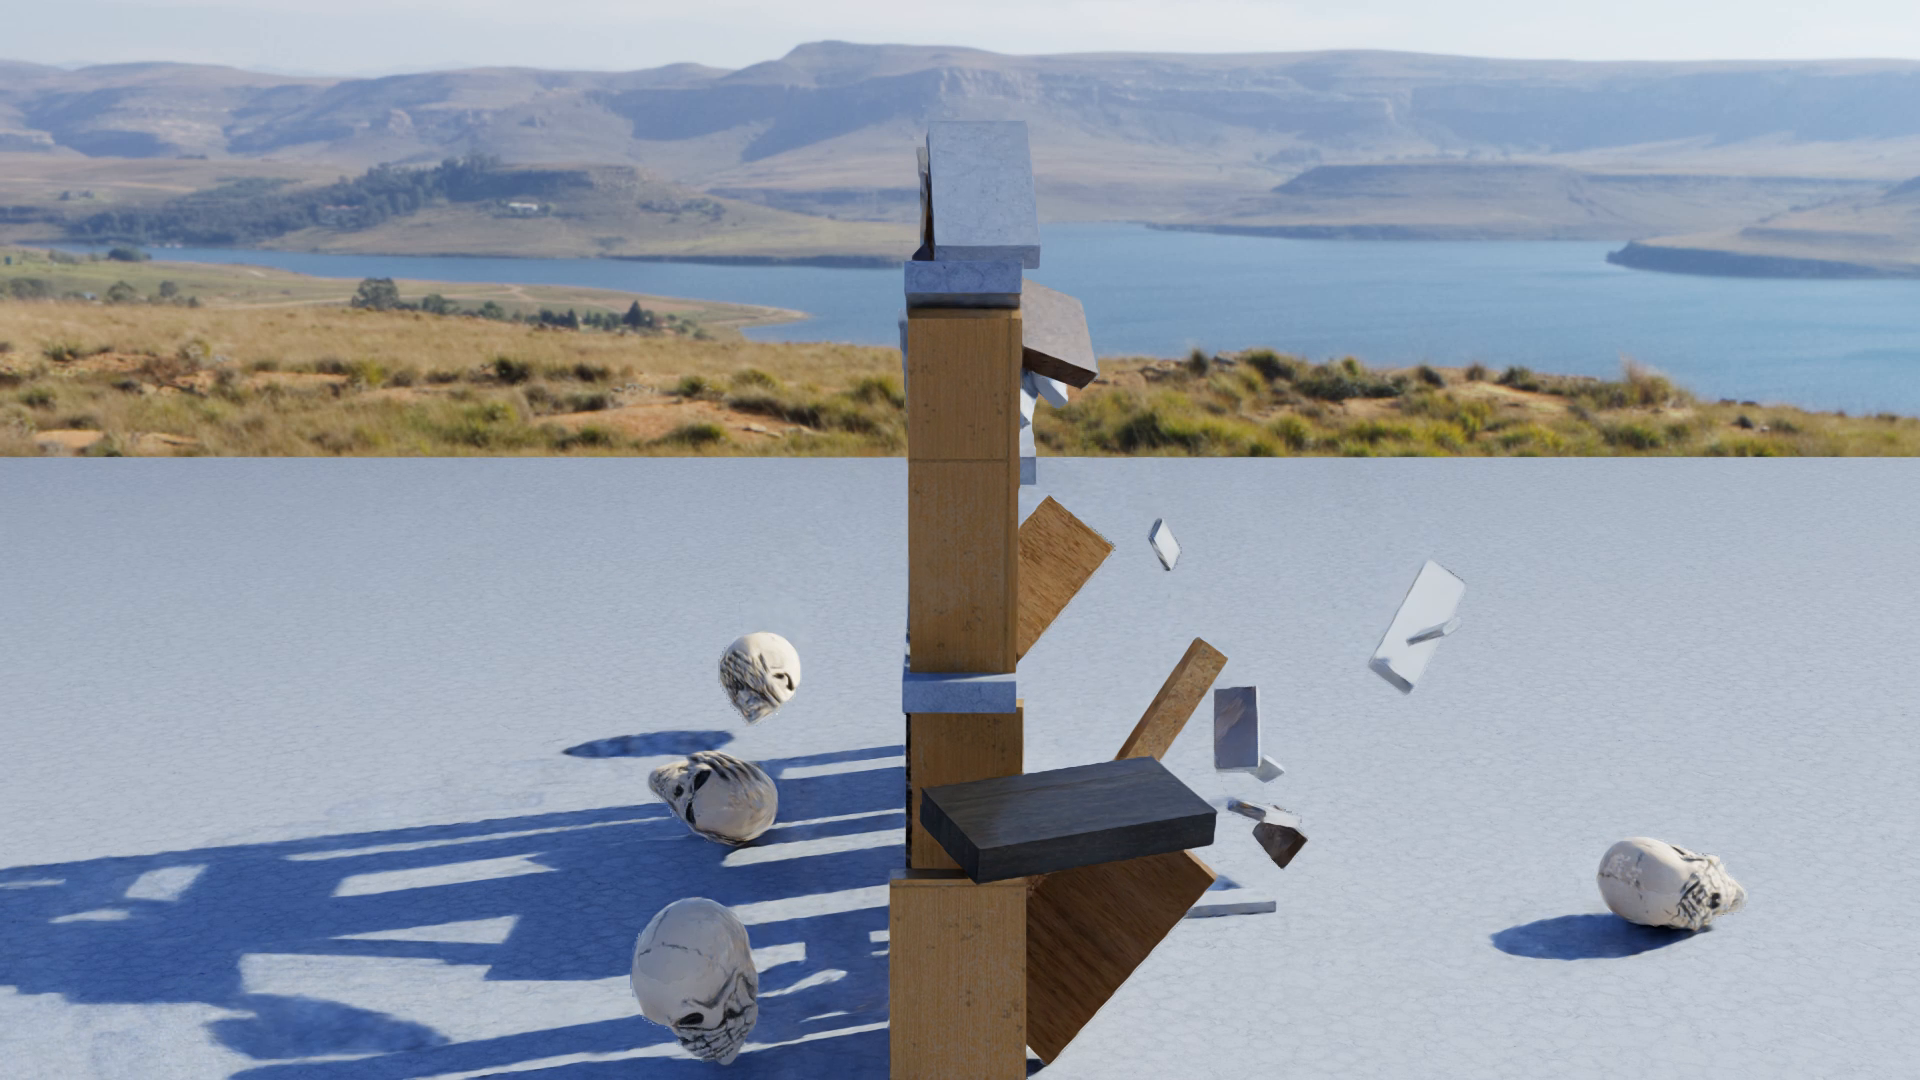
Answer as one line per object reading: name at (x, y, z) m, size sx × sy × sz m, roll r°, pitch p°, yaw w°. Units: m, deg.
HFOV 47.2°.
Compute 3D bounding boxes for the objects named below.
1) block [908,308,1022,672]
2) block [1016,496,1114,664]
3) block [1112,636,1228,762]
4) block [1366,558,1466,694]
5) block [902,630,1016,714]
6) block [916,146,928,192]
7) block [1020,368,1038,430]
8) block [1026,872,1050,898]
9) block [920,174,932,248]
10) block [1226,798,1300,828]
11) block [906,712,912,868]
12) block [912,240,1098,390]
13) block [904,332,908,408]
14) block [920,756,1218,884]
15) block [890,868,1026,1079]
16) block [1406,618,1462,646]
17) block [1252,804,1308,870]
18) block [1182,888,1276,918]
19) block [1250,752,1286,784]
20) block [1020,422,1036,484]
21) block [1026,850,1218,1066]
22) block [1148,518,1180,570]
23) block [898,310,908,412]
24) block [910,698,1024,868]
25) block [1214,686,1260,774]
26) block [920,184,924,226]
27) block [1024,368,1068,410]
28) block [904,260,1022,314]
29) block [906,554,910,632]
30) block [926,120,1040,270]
block at (0.005, -0.058, 2.913) m, size 0.145 × 0.507 × 0.041 m, roll 0°, pitch 24°, yaw 0°
block at (0.110, 0.061, 3.384) m, size 0.131 × 0.037 × 0.263 m, roll 39°, pitch 57°, yaw 5°
block at (0.275, 0.319, 3.312) m, size 0.067 × 0.380 × 0.019 m, roll 35°, pitch -2°, yaw -41°
block at (0.885, 0.162, 4.247) m, size 0.091 × 0.026 × 0.427 m, roll 36°, pitch 35°, yaw 6°
block at (-0.001, 0.183, 3.105) m, size 0.153 × 0.043 × 0.307 m, roll 0°, pitch 11°, yaw 0°
block at (0.012, -0.648, 4.008) m, size 0.156 × 0.044 × 0.312 m, roll -3°, pitch 29°, yaw -5°
block at (0.090, -0.259, 3.776) m, size 0.027 × 0.095 × 0.190 m, roll -32°, pitch 14°, yaw 17°
block at (0.099, 0.531, 3.345) m, size 0.149 × 0.063 × 0.018 m, roll -17°, pitch 28°, yaw 44°
block at (0.014, -0.492, 3.902) m, size 0.170 × 0.407 × 0.048 m, roll -3°, pitch 55°, yaw -7°
block at (0.490, 0.441, 3.546) m, size 0.067 × 0.019 × 0.134 m, roll 17°, pitch -1°, yaw 33°
block at (-0.003, 0.336, 3.240) m, size 0.153 × 0.307 × 0.043 m, roll 0°, pitch 11°, yaw 0°
block at (0.079, -0.388, 3.804) m, size 0.340 × 0.170 × 0.048 m, roll 17°, pitch -42°, yaw -33°
block at (0.001, -0.176, 3.049) m, size 0.145 × 0.290 × 0.041 m, roll 1°, pitch 53°, yaw 2°
block at (0.139, 0.357, 2.833) m, size 0.340 × 0.048 × 0.170 m, roll -5°, pitch 22°, yaw -25°
block at (-0.002, 0.584, 2.762) m, size 0.170 × 0.340 × 0.048 m, roll 0°, pitch 8°, yaw 0°
block at (0.874, 0.170, 4.060) m, size 0.049 × 0.014 × 0.097 m, roll -26°, pitch 1°, yaw -36°
block at (0.543, 0.504, 3.744) m, size 0.018 × 0.065 × 0.131 m, roll 37°, pitch 6°, yaw -18°
block at (0.328, 0.597, 3.582) m, size 0.370 × 0.018 × 0.065 m, roll -2°, pitch 11°, yaw -10°
block at (0.571, 0.429, 4.188) m, size 0.049 × 0.014 × 0.097 m, roll -33°, pitch -48°, yaw 28°
block at (0.036, -0.176, 3.759) m, size 0.173 × 0.049 × 0.346 m, roll 0°, pitch 21°, yaw -1°
block at (0.172, 0.527, 2.989) m, size 0.170 × 0.340 × 0.048 m, roll 42°, pitch 6°, yaw 9°
block at (0.389, 0.009, 4.196) m, size 0.014 × 0.097 × 0.049 m, roll 5°, pitch 55°, yaw 33°
block at (-0.012, -0.205, 3.142) m, size 0.131 × 0.272 × 0.037 m, roll -5°, pitch 34°, yaw -1°
block at (0.011, 0.458, 3.064) m, size 0.153 × 0.481 × 0.043 m, roll 1°, pitch 11°, yaw 4°
block at (0.425, 0.291, 3.379) m, size 0.067 × 0.134 × 0.019 m, roll -6°, pitch -30°, yaw 14°
block at (0.001, -0.145, 4.280) m, size 0.156 × 1.226 × 0.044 m, roll 0°, pitch 4°, yaw -2°
block at (0.147, -0.326, 3.931) m, size 0.027 × 0.095 × 0.190 m, roll -31°, pitch 36°, yaw 21°
block at (0.003, -0.312, 2.883) m, size 0.145 × 0.041 × 0.290 m, roll 0°, pitch -6°, yaw 0°
block at (0.001, 0.060, 3.695) m, size 0.173 × 0.346 × 0.049 m, roll 0°, pitch -30°, yaw 1°
block at (0.036, -0.579, 3.668) m, size 0.170 × 0.048 × 0.340 m, roll 0°, pitch 46°, yaw -4°
